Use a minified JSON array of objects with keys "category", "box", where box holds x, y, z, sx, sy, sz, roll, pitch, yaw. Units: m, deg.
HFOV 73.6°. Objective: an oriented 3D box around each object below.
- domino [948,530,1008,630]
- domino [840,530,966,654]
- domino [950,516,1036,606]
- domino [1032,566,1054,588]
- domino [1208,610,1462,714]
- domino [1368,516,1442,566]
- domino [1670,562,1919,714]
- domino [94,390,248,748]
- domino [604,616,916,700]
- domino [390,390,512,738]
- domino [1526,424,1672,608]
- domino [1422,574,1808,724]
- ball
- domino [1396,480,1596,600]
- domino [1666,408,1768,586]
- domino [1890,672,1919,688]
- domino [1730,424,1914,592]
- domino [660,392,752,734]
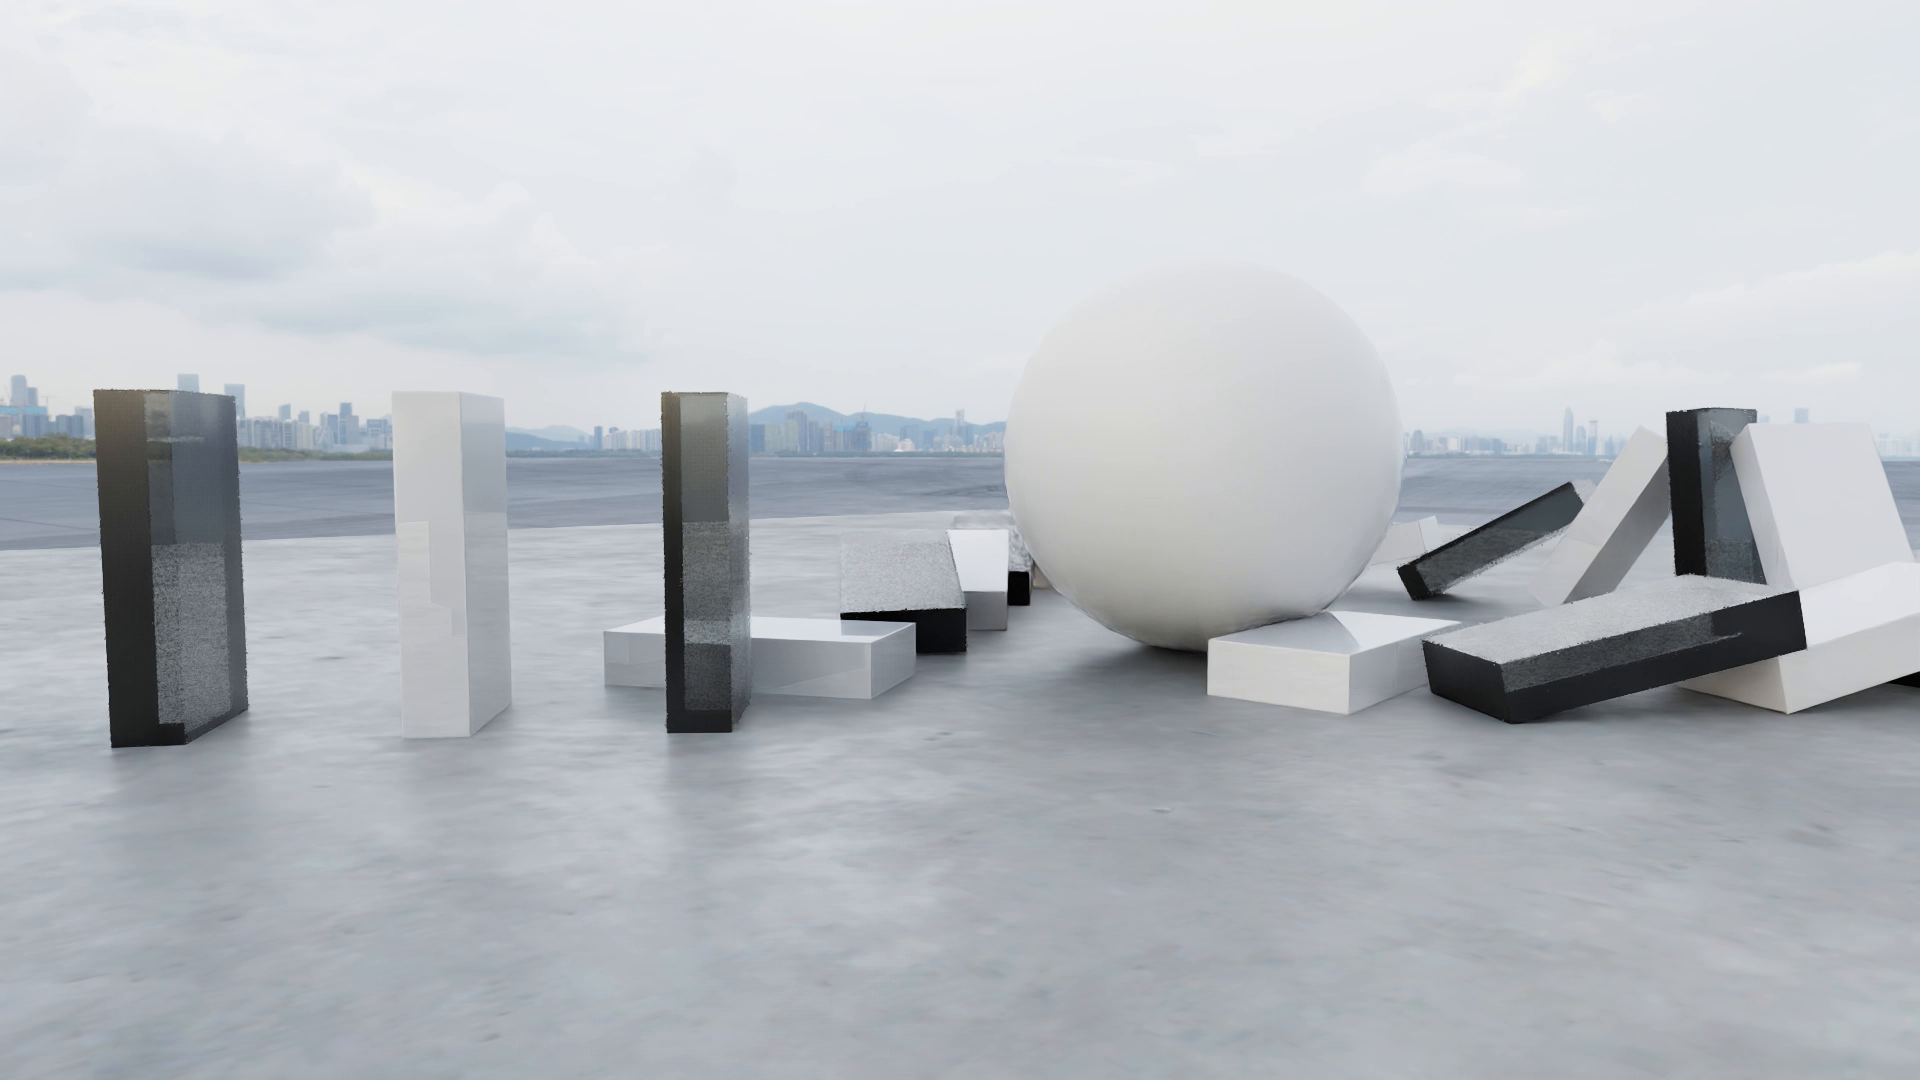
[{"category":"domino","box":[-0.001,0.009,0.316,0.025,0.010,0.050,0,17,2]},{"category":"domino","box":[-0.013,0.010,0.280,0.025,0.010,0.050,-2,19,-4]},{"category":"domino","box":[0.008,0.005,0.361,0.025,0.010,0.050,0,18,6]},{"category":"domino","box":[0.039,0.001,0.394,0.025,0.009,0.050,1,22,41]},{"category":"domino","box":[0.068,0.021,0.228,0.025,0.010,0.050,4,6,40]},{"category":"domino","box":[0.111,0.004,0.371,0.050,0.010,0.025,-14,-4,30]},{"category":"domino","box":[0.151,0.016,0.218,0.050,0.010,0.025,-15,7,-10]},{"category":"domino","box":[-0.117,0.003,0.191,0.009,0.050,0.025,-1,4,-11]},{"category":"domino","box":[-0.036,0.020,0.232,0.050,0.010,0.025,1,4,16]},{"category":"domino","box":[-0.077,0.003,0.196,0.009,0.050,0.025,0,4,-6]},{"category":"domino","box":[0.165,-0.005,0.321,0.025,0.050,0.009,-3,38,-38]},{"category":"domino","box":[0.105,0.017,0.209,0.050,0.009,0.025,-13,6,-6]},{"category":"ball","box":[0.049,-0.017,0.263,0.080,0.080,0.080,0,4,0]},{"category":"domino","box":[0.146,0.000,0.346,0.050,0.009,0.025,-34,-17,34]},{"category":"domino","box":[0.177,-0.005,0.299,0.025,0.050,0.009,-3,0,-37]},{"category":"domino","box":[0.188,0.020,0.239,0.050,0.009,0.025,-2,5,-21]},{"category":"domino","box":[0.187,-0.002,0.276,0.025,0.050,0.009,0,-29,6]},{"category":"domino","box":[-0.039,0.003,0.200,0.010,0.050,0.025,0,4,-3]}]
